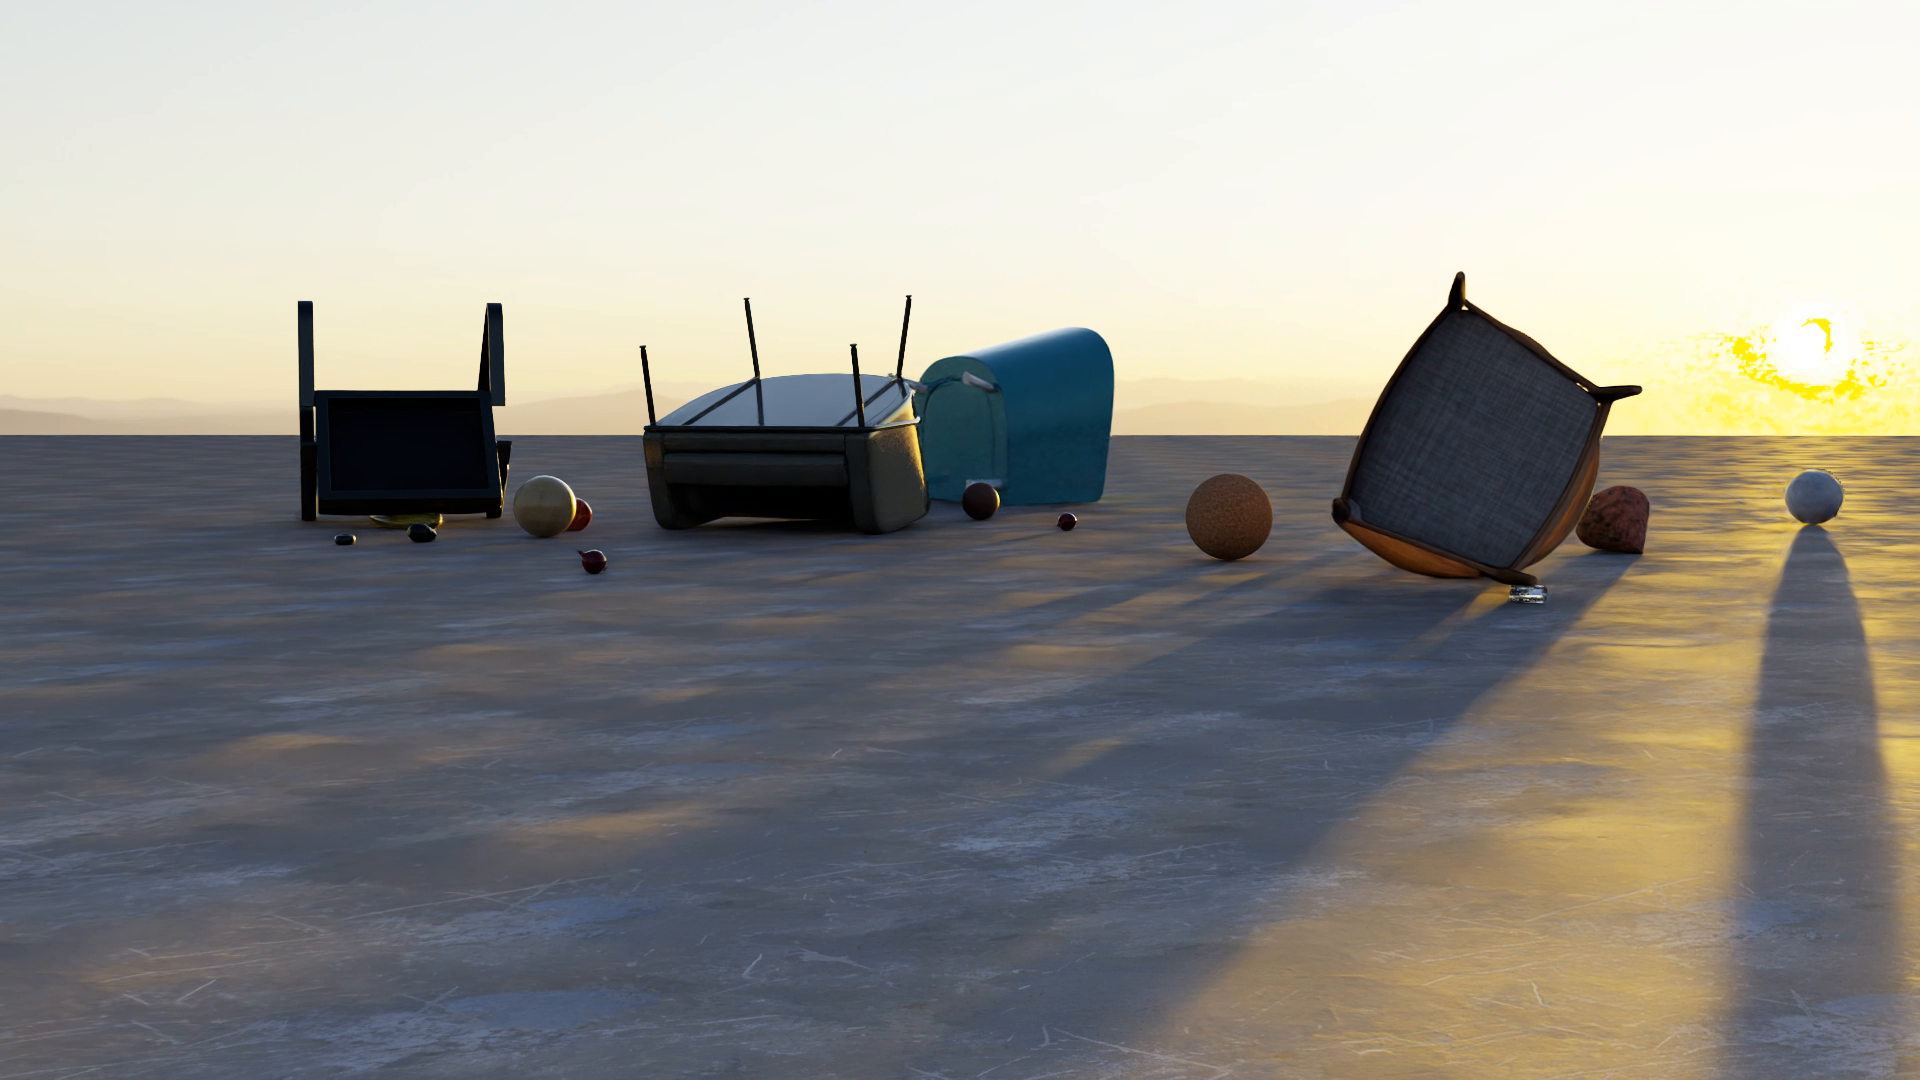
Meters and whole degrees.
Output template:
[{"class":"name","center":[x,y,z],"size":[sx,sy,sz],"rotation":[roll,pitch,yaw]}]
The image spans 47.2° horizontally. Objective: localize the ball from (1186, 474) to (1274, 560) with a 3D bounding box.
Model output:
[{"class":"ball","center":[0.707,-0.061,5.772],"size":[0.228,0.228,0.228],"rotation":[0,4,0]}]

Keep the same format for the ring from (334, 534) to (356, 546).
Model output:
[{"class":"ring","center":[-1.776,-0.001,6.353],"size":[0.055,0.029,0.074],"rotation":[2,6,12]}]

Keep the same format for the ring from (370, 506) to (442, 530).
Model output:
[{"class":"ring","center":[-1.800,-0.072,7.142],"size":[0.193,0.053,0.412],"rotation":[-7,10,-34]}]

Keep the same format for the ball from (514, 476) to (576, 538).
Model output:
[{"class":"ball","center":[-1.255,-0.101,6.648],"size":[0.188,0.188,0.188],"rotation":[0,4,0]}]

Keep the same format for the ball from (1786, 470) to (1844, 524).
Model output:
[{"class":"ball","center":[2.832,-0.141,7.293],"size":[0.179,0.179,0.179],"rotation":[0,4,0]}]

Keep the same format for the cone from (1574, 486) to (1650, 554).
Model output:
[{"class":"cone","center":[1.833,-0.011,6.040],"size":[0.255,0.211,0.164],"rotation":[27,25,-36]}]

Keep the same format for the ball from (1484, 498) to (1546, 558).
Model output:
[{"class":"ball","center":[1.480,-0.033,5.857],"size":[0.160,0.160,0.160],"rotation":[0,4,0]}]
